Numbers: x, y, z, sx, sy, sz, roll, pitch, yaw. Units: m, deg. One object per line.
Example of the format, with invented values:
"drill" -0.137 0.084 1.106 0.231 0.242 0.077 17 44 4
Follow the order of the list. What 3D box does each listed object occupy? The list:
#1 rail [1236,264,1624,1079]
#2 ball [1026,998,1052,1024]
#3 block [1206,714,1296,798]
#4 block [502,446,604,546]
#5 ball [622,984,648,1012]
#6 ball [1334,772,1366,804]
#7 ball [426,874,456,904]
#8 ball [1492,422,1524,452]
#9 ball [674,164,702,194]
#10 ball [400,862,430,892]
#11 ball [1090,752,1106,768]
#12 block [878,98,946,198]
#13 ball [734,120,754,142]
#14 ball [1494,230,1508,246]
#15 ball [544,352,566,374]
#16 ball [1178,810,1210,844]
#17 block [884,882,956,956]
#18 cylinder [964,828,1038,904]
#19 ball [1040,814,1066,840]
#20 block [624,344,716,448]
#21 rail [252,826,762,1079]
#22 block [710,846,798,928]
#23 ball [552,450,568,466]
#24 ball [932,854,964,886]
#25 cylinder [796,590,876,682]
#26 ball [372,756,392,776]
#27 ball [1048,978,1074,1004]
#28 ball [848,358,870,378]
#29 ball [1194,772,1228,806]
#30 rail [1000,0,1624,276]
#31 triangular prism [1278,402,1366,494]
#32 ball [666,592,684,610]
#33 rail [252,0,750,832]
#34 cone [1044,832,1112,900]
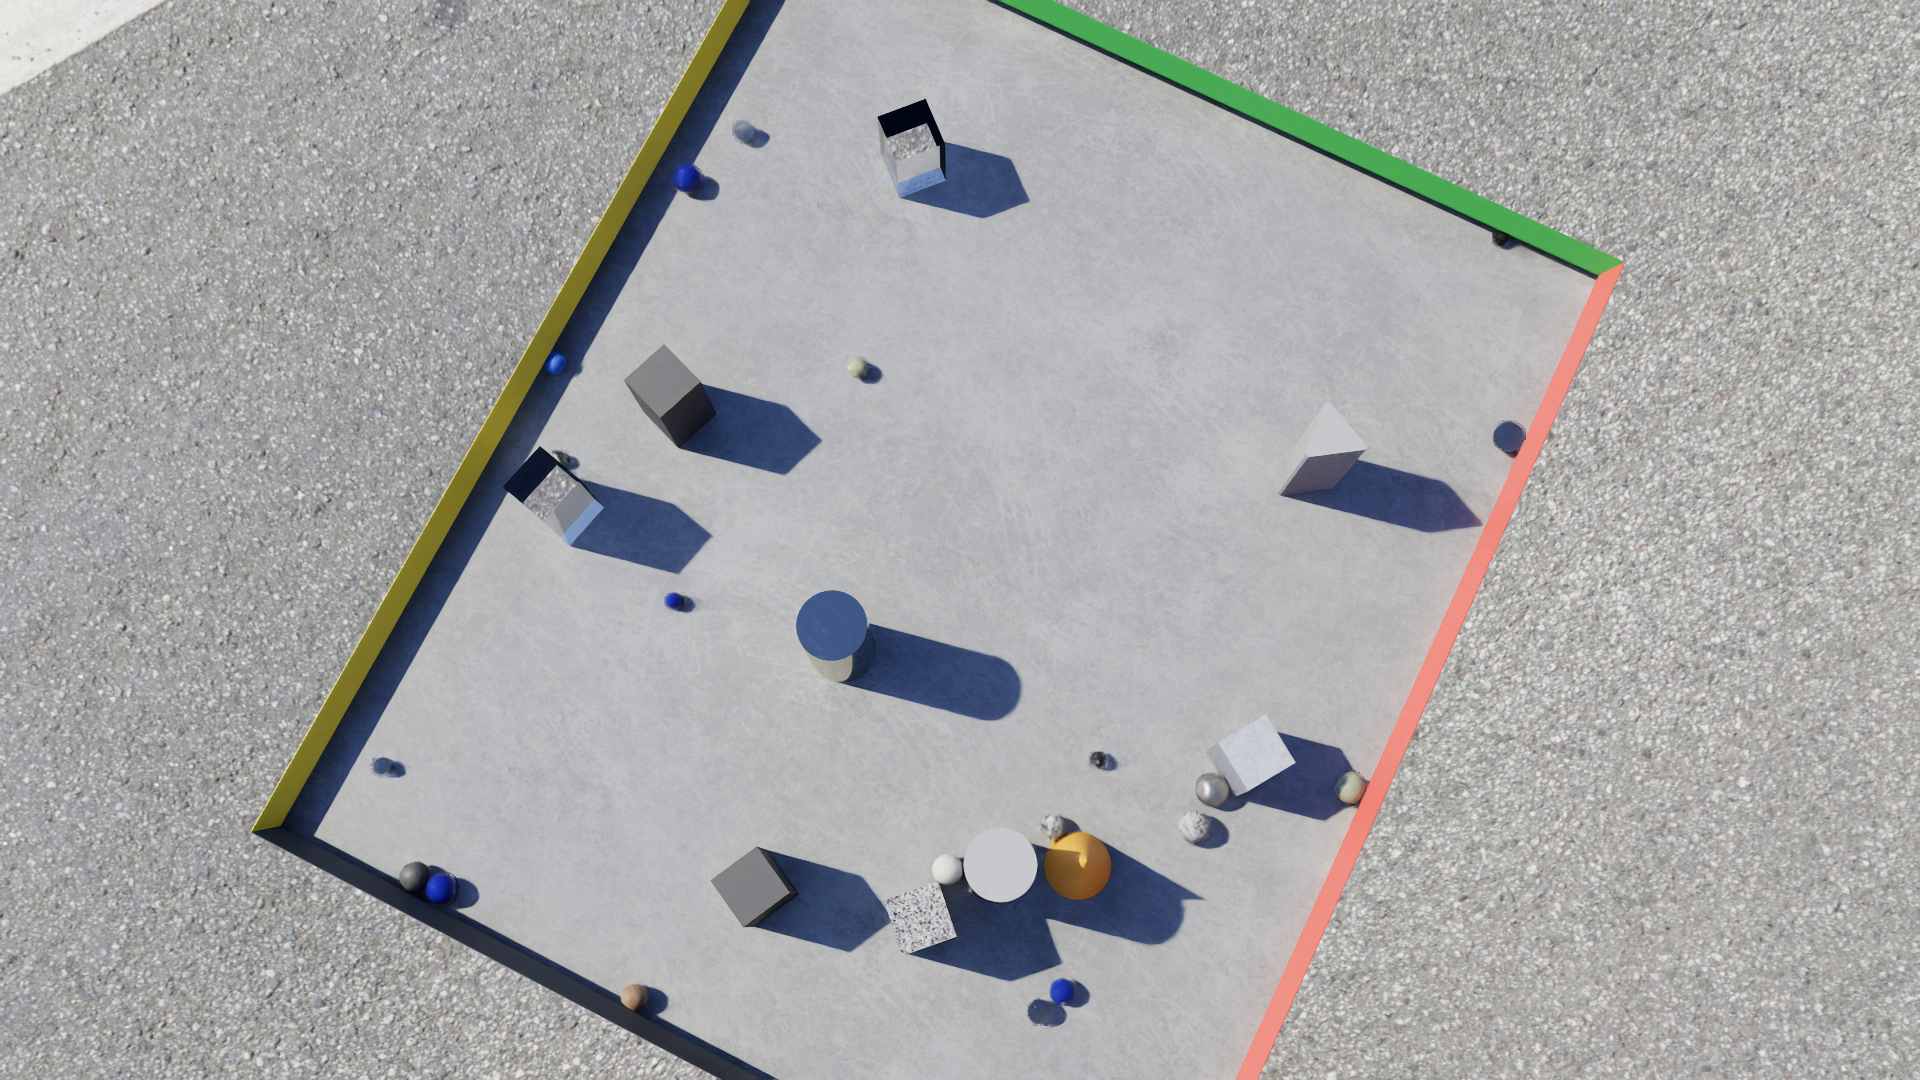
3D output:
"rail" 1.276 0.631 5.419 0.045 0.129 3.398 26 80 5
"ball" 0.229 1.363 5.298 0.072 0.072 0.072 0 78 0
"block" 0.843 0.632 5.341 0.159 0.284 0.159 -30 80 -6
"block" -1.207 -0.127 5.460 0.159 0.358 0.159 39 81 7
"ball" -0.940 1.324 5.303 0.078 0.078 0.078 0 78 0
"ball" 1.152 0.733 5.418 0.092 0.092 0.092 0 78 0
"ball" -1.517 1.020 5.360 0.088 0.088 0.088 0 78 0
"ball" 1.686 -0.317 5.634 0.095 0.095 0.095 0 78 0
"ball" -0.864 -1.144 5.808 0.088 0.088 0.088 0 78 0
"ball" -1.597 0.985 5.368 0.087 0.087 0.087 0 78 0
"ball" 0.410 0.654 5.455 0.052 0.052 0.052 0 78 0
"block" -0.149 -1.220 5.724 0.159 0.284 0.159 -21 79 -4
"ball" -0.690 -1.306 5.853 0.066 0.066 0.066 0 78 0
"ball" 1.709 -0.954 5.790 0.047 0.047 0.047 0 78 0
"ball" -1.258 -0.550 5.696 0.067 0.067 0.067 0 78 0
"ball" 0.688 0.844 5.392 0.097 0.097 0.097 0 78 0
"block" -0.110 1.079 5.227 0.159 0.326 0.159 -19 79 -4
"cylinder" 0.109 0.925 5.180 0.199 0.480 0.199 0 78 0
"ball" 0.273 0.845 5.403 0.076 0.076 0.076 0 78 0
"block" -0.870 -0.430 5.526 0.159 0.352 0.159 -43 82 -8
"rail" -0.749 1.474 5.244 2.900 0.129 0.045 26 80 5
"block" -0.586 0.997 5.258 0.159 0.299 0.159 -36 81 -7
"ball" -1.233 -0.250 5.643 0.050 0.050 0.050 0 78 0
"ball" -0.036 0.966 5.370 0.092 0.092 0.092 0 78 0
"cylinder" -0.356 0.285 5.318 0.199 0.470 0.199 0 78 0
"ball" -1.718 0.672 5.449 0.055 0.055 0.055 0 78 0
"ball" 0.295 1.307 5.307 0.076 0.076 0.076 0 78 0
"ball" -0.315 -0.533 5.694 0.065 0.065 0.065 0 78 0
"ball" 0.744 0.736 5.414 0.100 0.100 0.100 0 78 0
"rail" 0.749 -1.460 5.852 2.900 0.129 0.045 26 80 5
"triangular prism" 1.055 -0.273 5.429 0.172 0.478 0.149 -8 78 -2
"ball" -0.865 0.184 5.552 0.052 0.052 0.052 0 78 0
"rail" -1.276 -0.618 5.677 0.045 0.129 3.398 26 80 5
"cone" 0.348 0.922 5.220 0.199 0.403 0.199 0 78 0
